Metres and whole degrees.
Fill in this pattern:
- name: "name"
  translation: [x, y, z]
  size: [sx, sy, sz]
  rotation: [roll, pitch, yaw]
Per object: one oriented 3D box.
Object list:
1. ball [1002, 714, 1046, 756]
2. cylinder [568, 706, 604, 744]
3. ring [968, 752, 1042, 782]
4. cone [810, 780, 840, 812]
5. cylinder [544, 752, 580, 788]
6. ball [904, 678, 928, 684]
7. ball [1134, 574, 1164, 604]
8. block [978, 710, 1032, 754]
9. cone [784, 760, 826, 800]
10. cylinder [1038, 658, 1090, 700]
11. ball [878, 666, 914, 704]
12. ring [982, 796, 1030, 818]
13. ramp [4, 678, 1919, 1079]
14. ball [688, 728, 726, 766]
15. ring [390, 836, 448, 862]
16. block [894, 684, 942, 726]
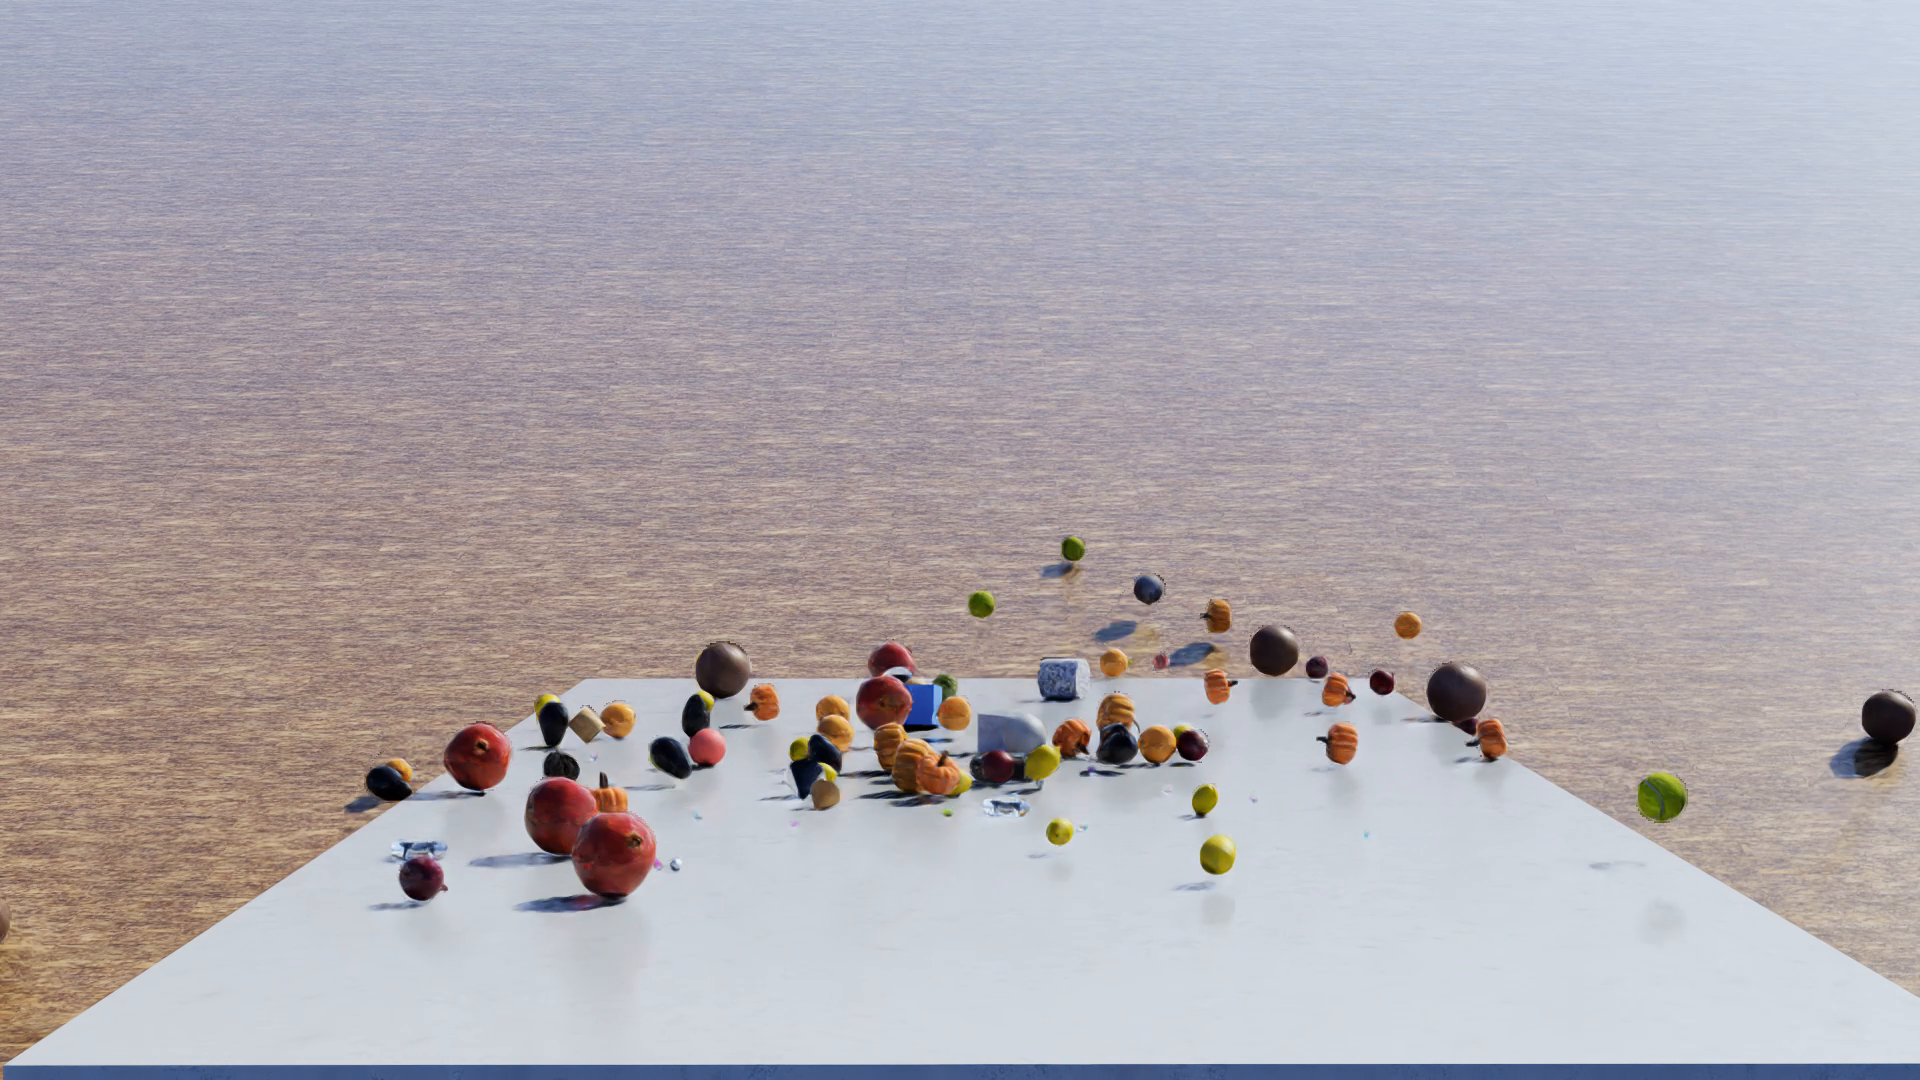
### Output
- name: "ball"
  translation: [0.123, 0.376, 4.925]
  size: [0.085, 0.085, 0.085]
  rotation: [0, 23, 0]
- name: "cylinder"
  translation: [-0.741, 0.367, 5.104]
  size: [0.053, 0.053, 0.053]
  rotation: [46, 34, 3]
- name: "ring"
  translation: [0.081, 0.409, 4.637]
  size: [0.131, 0.044, 0.131]
  rotation: [0, 1, 0]
- name: "cone"
  translation: [-0.231, 0.434, 4.259]
  size: [0.054, 0.054, 0.054]
  rotation: [7, 31, 15]
- name: "cylinder"
  translation: [-0.706, 0.405, 4.557]
  size: [0.057, 0.057, 0.057]
  rotation: [-7, 4, -15]
- name: "ball"
  translation: [-0.100, 0.346, 5.861]
  size: [0.067, 0.067, 0.067]
  rotation: [0, 23, 0]
- name: "ball"
  translation: [0.519, 0.135, 7.080]
  size: [0.081, 0.081, 0.081]
  rotation: [0, 23, 0]
- name: "block"
  translation: [0.088, 0.376, 5.017]
  size: [0.077, 0.077, 0.077]
  rotation: [2, 3, 38]
- name: "cone"
  translation: [-0.266, 0.424, 4.393]
  size: [0.072, 0.072, 0.072]
  rotation: [0, 29, 0]
- name: "cylinder"
  translation: [0.245, 0.324, 6.034]
  size: [0.094, 0.094, 0.094]
  rotation: [1, 22, 24]
- name: "ball"
  translation: [-0.144, 0.334, 5.927]
  size: [0.086, 0.086, 0.086]
  rotation: [0, 23, 0]
- name: "ring"
  translation: [0.076, 0.435, 4.200]
  size: [0.080, 0.027, 0.080]
  rotation: [1, 3, 0]
- name: "ramp"
  translation: [0.053, 0.484, 4.539]
  size: [2.000, 0.100, 4.000]
  rotation: [0, 2, 0]
- name: "ball"
  translation: [-0.473, 0.388, 4.813]
  size: [0.070, 0.070, 0.070]
  rotation: [0, 23, 0]
- name: "ring"
  translation: [-0.792, 0.453, 3.773]
  size: [0.083, 0.028, 0.083]
  rotation: [1, 2, 0]
- name: "block"
  translation: [-0.088, 0.349, 5.447]
  size: [0.084, 0.084, 0.084]
  rotation: [0, -6, 12]
